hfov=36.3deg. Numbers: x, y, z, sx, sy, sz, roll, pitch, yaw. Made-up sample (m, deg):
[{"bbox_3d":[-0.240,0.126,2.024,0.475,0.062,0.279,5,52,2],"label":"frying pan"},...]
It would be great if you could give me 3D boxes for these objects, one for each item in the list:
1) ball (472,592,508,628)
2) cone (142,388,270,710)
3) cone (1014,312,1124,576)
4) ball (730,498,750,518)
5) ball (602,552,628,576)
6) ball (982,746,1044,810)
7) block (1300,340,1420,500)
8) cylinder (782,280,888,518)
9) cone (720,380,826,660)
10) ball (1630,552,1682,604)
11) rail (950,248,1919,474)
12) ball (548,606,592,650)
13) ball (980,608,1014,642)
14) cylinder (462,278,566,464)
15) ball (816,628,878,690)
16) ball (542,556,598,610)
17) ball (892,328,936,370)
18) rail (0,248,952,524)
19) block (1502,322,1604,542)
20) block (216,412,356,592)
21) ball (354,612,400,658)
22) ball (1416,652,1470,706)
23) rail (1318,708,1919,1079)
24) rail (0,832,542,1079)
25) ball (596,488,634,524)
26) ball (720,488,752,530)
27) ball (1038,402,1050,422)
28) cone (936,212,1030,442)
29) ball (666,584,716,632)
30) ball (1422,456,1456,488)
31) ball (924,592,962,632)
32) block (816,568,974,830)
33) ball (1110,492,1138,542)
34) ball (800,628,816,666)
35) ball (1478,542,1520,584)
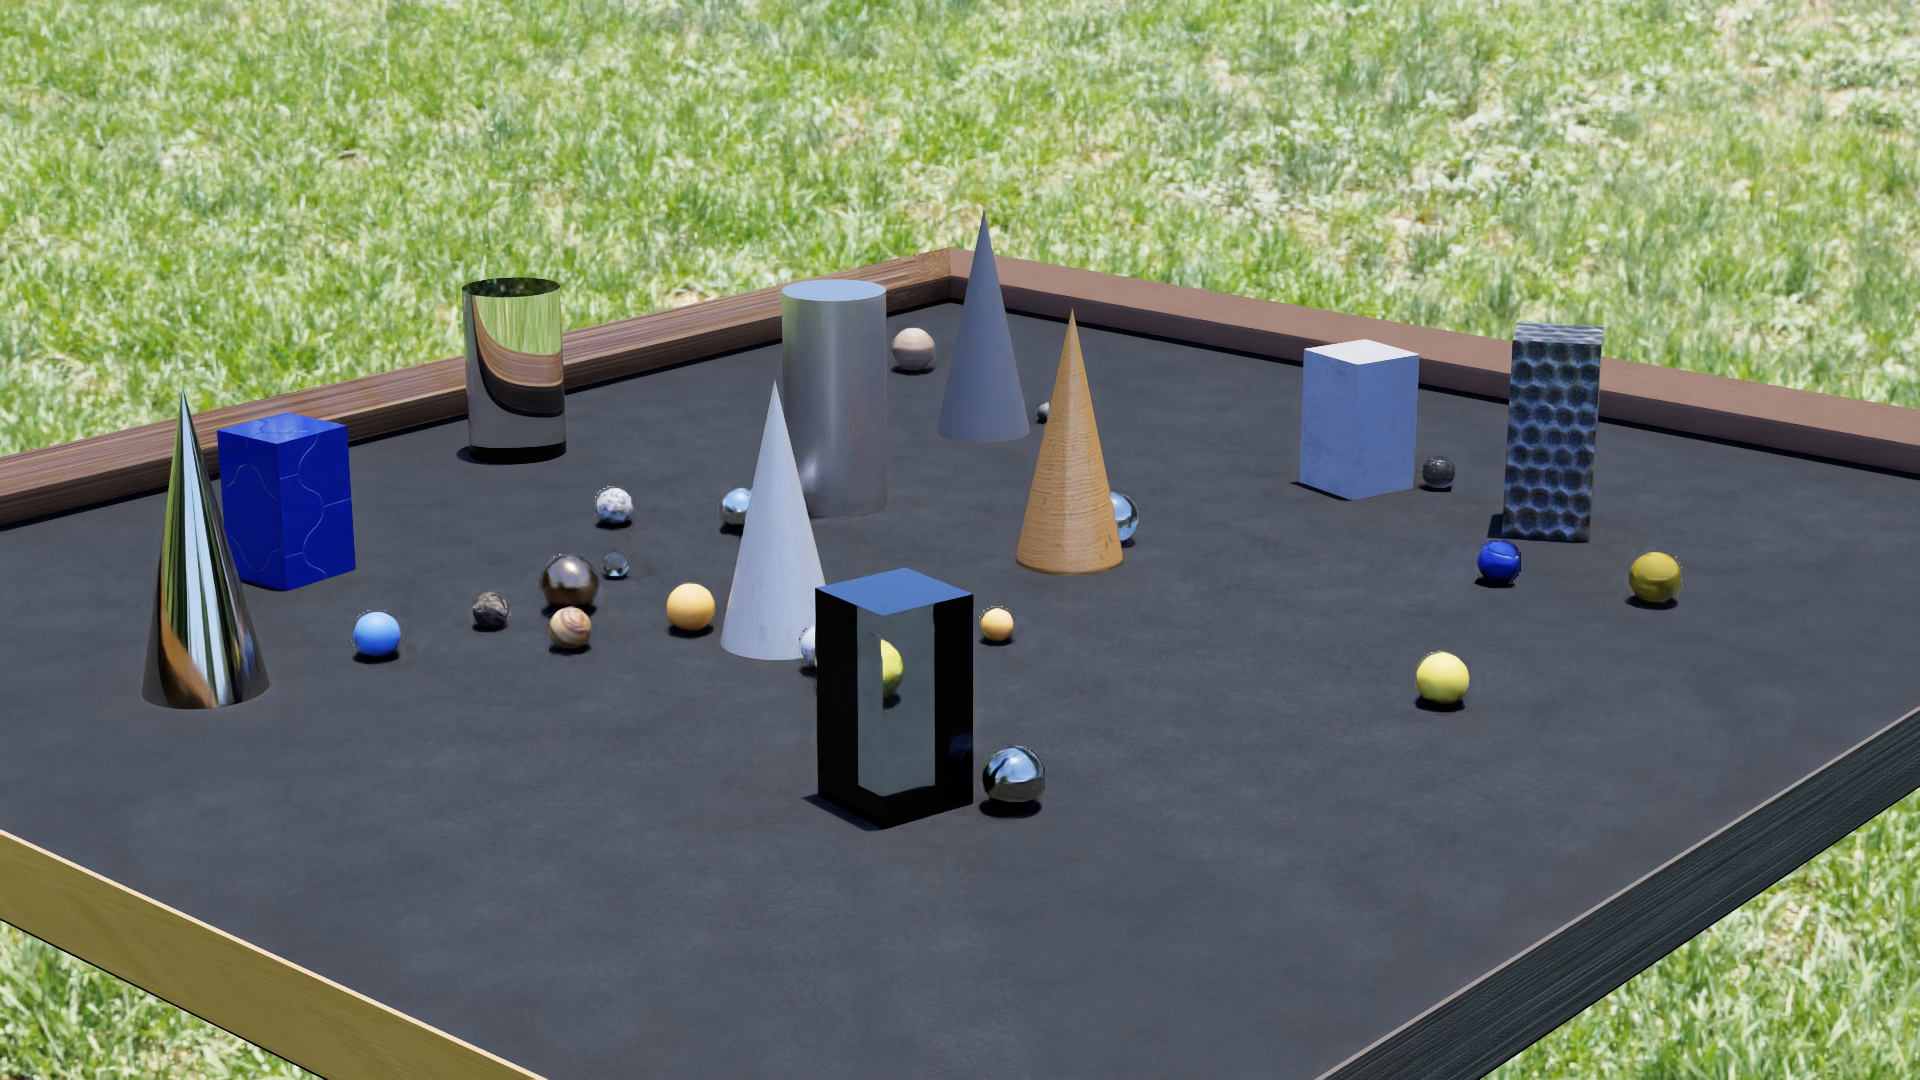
[{"bbox_3d":[-0.794,0.118,4.960,0.060,0.060,0.060,0,17,0],"label":"ball"},{"bbox_3d":[-1.201,-0.002,4.601,0.199,0.496,0.199,0,17,0],"label":"cone"},{"bbox_3d":[0.199,-0.189,5.270,0.199,0.468,0.199,0,17,0],"label":"cone"},{"bbox_3d":[-0.419,-0.062,5.589,0.041,0.041,0.041,0,17,0],"label":"ball"},{"bbox_3d":[-0.614,0.043,5.233,0.046,0.046,0.046,0,17,0],"label":"ball"},{"bbox_3d":[0.075,0.339,4.175,0.089,0.089,0.089,0,17,0],"label":"ball"},{"bbox_3d":[0.786,-0.239,5.777,0.159,0.271,0.159,-11,20,-32],"label":"block"},{"bbox_3d":[-0.240,-0.272,5.628,0.199,0.422,0.199,0,17,0],"label":"cylinder"},{"bbox_3d":[-0.301,-0.047,4.833,0.199,0.449,0.199,0,17,0],"label":"cone"},{"bbox_3d":[1.206,0.065,5.085,0.089,0.089,0.089,0,17,0],"label":"ball"},{"bbox_3d":[1.206,-0.368,6.450,3.307,0.129,0.045,14,22,39],"label":"rail"},{"bbox_3d":[-0.644,0.146,4.849,0.070,0.070,0.070,0,17,0],"label":"ball"},{"bbox_3d":[0.062,0.142,4.888,0.055,0.055,0.055,0,17,0],"label":"ball"},{"bbox_3d":[-0.913,-0.348,6.011,0.199,0.346,0.199,0,17,0],"label":"cylinder"},{"bbox_3d":[-0.180,0.189,4.655,0.100,0.100,0.100,0,17,0],"label":"ball"},{"bbox_3d":[-0.670,0.075,5.039,0.097,0.097,0.097,0,17,0],"label":"ball"},{"bbox_3d":[-0.107,-0.438,6.738,0.099,0.099,0.099,0,17,0],"label":"ball"},{"bbox_3d":[-1.231,-0.276,6.143,0.045,0.129,3.728,14,22,39],"label":"rail"},{"bbox_3d":[1.108,-0.203,5.478,0.159,0.376,0.159,4,17,13],"label":"block"},{"bbox_3d":[-1.199,-0.070,5.224,0.159,0.268,0.159,12,21,35],"label":"block"},{"bbox_3d":[-0.956,0.155,4.809,0.076,0.076,0.076,0,17,0],"label":"ball"},{"bbox_3d":[0.756,0.218,4.590,0.082,0.082,0.082,0,17,0],"label":"ball"},{"bbox_3d":[1.231,0.341,4.097,0.045,0.129,3.728,14,22,39],"label":"rail"},{"bbox_3d":[-1.206,0.433,3.789,3.307,0.129,0.045,14,22,39],"label":"rail"},{"bbox_3d":[-0.653,-0.064,5.545,0.070,0.070,0.070,0,17,0],"label":"ball"},{"bbox_3d":[-0.413,-0.058,5.511,0.080,0.080,0.080,0,17,0],"label":"ball"},{"bbox_3d":[0.186,-0.273,6.290,0.042,0.042,0.042,0,17,0],"label":"ball"},{"bbox_3d":[0.050,-0.460,6.155,0.199,0.477,0.199,0,17,0],"label":"cone"},{"bbox_3d":[-0.453,0.113,4.937,0.081,0.081,0.081,0,17,0],"label":"ball"},{"bbox_3d":[0.945,-0.135,5.788,0.066,0.066,0.066,0,17,0],"label":"ball"},{"bbox_3d":[-0.030,0.121,4.940,0.065,0.065,0.065,0,17,0],"label":"ball"},{"bbox_3d":[-0.093,0.223,4.168,0.159,0.316,0.159,-13,21,-36],"label":"block"},{"bbox_3d":[0.283,-0.042,5.429,0.095,0.095,0.095,0,17,0],"label":"ball"},{"bbox_3d":[-0.224,0.173,4.740,0.068,0.068,0.068,0,17,0],"label":"ball"},{"bbox_3d":[0.954,0.039,5.196,0.074,0.074,0.074,0,17,0],"label":"ball"}]
